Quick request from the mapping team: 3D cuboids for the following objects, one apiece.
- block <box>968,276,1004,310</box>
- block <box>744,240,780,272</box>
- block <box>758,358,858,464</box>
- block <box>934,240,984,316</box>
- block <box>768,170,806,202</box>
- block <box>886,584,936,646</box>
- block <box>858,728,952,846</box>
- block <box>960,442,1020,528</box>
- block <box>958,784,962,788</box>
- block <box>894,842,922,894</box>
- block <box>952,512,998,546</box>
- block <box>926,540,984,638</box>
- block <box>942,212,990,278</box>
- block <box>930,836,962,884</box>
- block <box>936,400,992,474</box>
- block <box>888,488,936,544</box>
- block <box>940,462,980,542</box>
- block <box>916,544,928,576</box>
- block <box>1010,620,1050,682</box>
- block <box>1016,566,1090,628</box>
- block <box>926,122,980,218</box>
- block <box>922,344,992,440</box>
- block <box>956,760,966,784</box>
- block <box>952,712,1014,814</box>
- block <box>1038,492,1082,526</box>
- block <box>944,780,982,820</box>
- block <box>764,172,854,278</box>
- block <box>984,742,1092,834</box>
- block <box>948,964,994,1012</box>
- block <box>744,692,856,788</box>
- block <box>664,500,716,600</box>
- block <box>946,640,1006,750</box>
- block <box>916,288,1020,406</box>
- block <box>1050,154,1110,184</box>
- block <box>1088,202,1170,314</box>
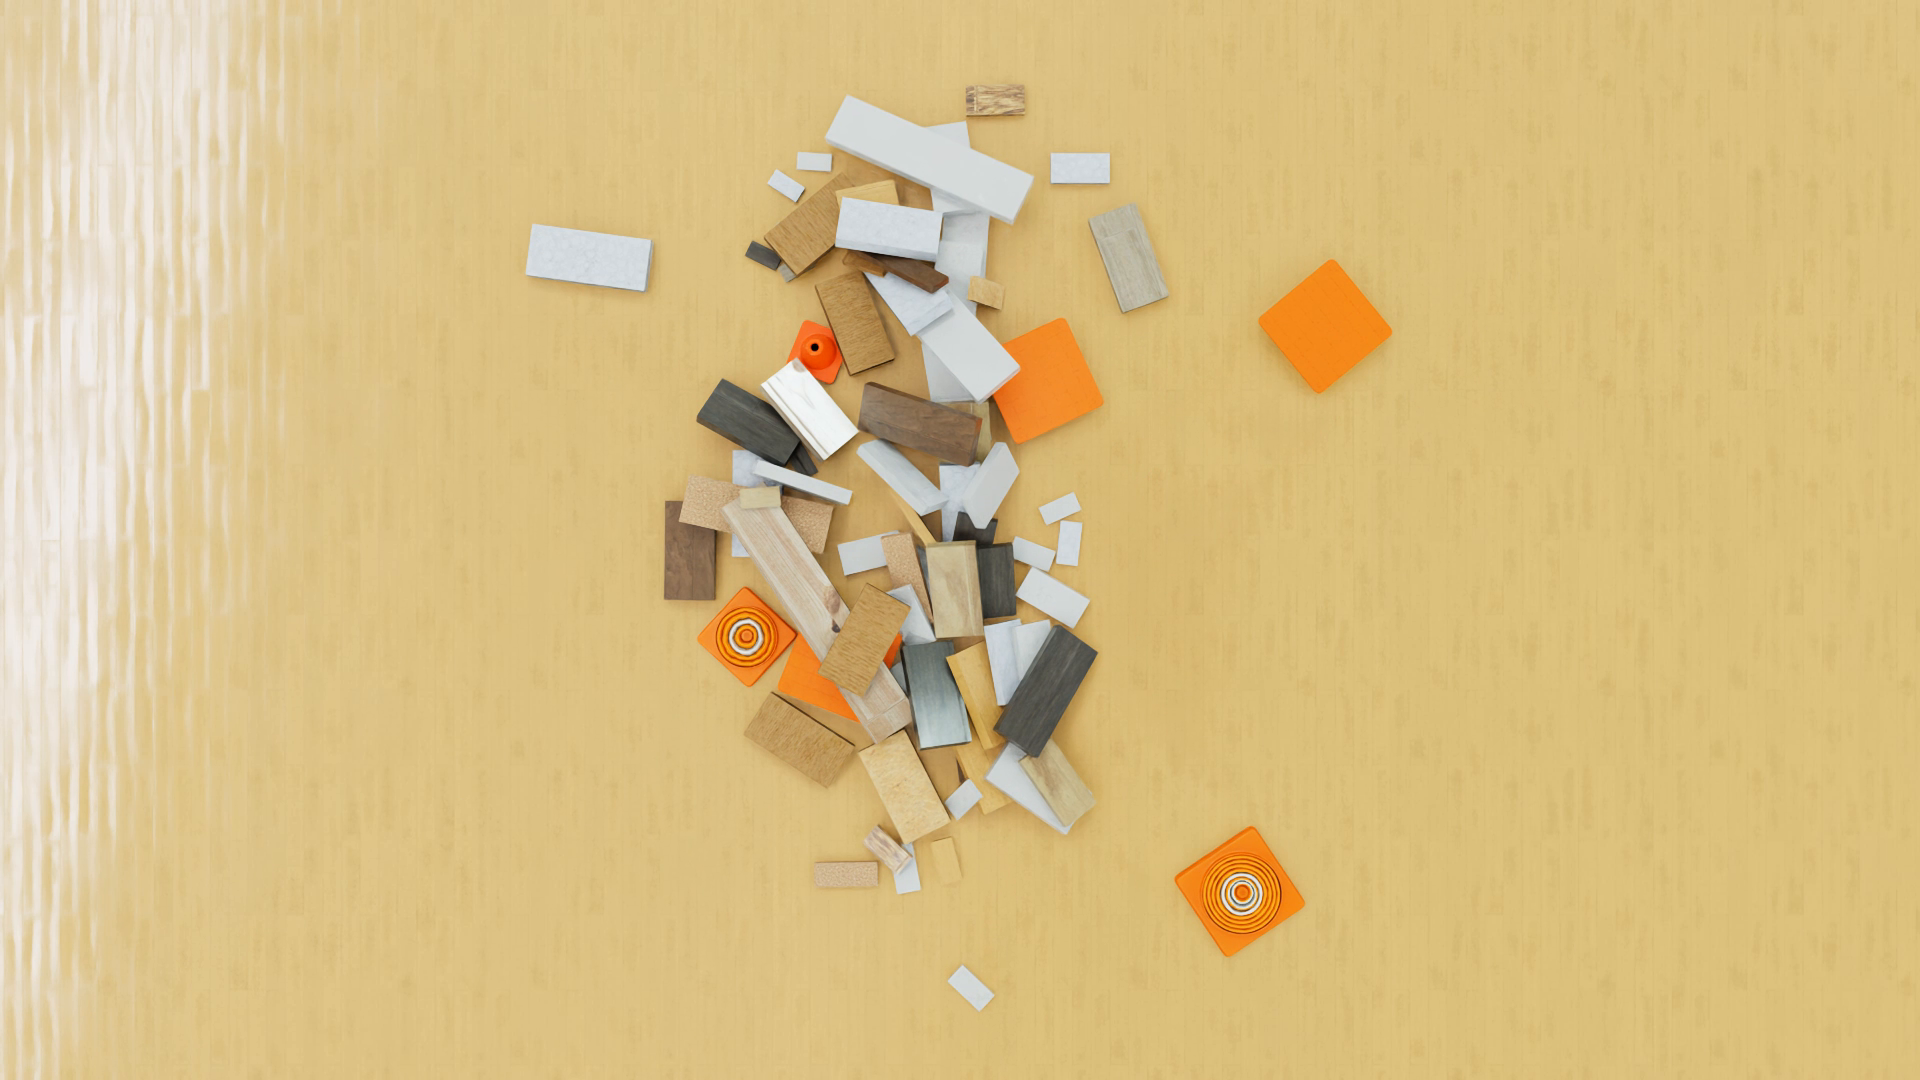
[{"bbox_3d":[0.086,-0.813,5.430,0.023,0.160,0.080,8,90,38],"label":"block"},{"bbox_3d":[-0.653,-0.947,5.492,0.113,0.016,0.057,27,90,0],"label":"block"},{"bbox_3d":[-0.499,-0.428,5.436,0.159,0.045,0.319,-42,95,-23],"label":"block"},{"bbox_3d":[-0.015,-0.825,5.435,0.151,0.043,0.302,7,92,0],"label":"block"},{"bbox_3d":[-0.578,-1.179,5.492,0.113,0.016,0.057,33,90,0],"label":"block"},{"bbox_3d":[-0.166,0.254,5.433,0.104,0.029,0.208,-20,110,18],"label":"block"},{"bbox_3d":[-0.183,0.817,5.476,0.171,0.049,0.343,-27,90,0],"label":"block"},{"bbox_3d":[0.100,-0.179,5.377,0.038,0.133,0.266,5,49,36],"label":"block"},{"bbox_3d":[0.023,0.824,5.493,0.051,0.015,0.103,24,90,0],"label":"block"},{"bbox_3d":[-0.183,1.091,5.489,0.080,0.023,0.159,-11,90,0],"label":"block"},{"bbox_3d":[0.033,0.047,5.440,0.133,0.038,0.266,12,109,0],"label":"block"},{"bbox_3d":[-0.014,0.162,5.392,0.160,0.045,0.320,-3,112,7],"label":"block"},{"bbox_3d":[0.014,-0.969,5.479,0.151,0.043,0.302,4,90,0],"label":"block"},{"bbox_3d":[-0.045,1.067,5.490,0.073,0.021,0.147,-14,90,0],"label":"block"},{"bbox_3d":[0.015,-0.281,5.428,0.176,0.050,0.352,-4,106,0],"label":"block"},{"bbox_3d":[-0.150,-0.071,5.438,0.035,0.124,0.247,-34,90,1],"label":"block"},{"bbox_3d":[0.005,-0.124,5.425,0.133,0.038,0.265,-3,109,0],"label":"block"},{"bbox_3d":[-0.099,0.080,5.454,0.144,0.020,0.072,27,113,20],"label":"block"},{"bbox_3d":[0.253,0.405,5.452,0.132,0.037,0.264,-10,90,-28],"label":"block"},{"bbox_3d":[0.308,0.190,5.474,0.222,0.031,0.111,30,101,0],"label":"block"},{"bbox_3d":[-0.031,-1.224,5.452,0.151,0.043,0.302,-9,80,0],"label":"block"},{"bbox_3d":[-0.011,-0.488,5.422,0.176,0.050,0.352,-9,106,2],"label":"block"},{"bbox_3d":[0.017,0.754,5.480,0.051,0.015,0.103,-6,79,-7],"label":"block"},{"bbox_3d":[0.082,0.723,5.454,0.163,0.046,0.327,-23,90,-17],"label":"block"},{"bbox_3d":[0.333,-0.104,5.491,0.128,0.018,0.064,-24,90,0],"label":"block"},{"bbox_3d":[0.011,0.856,5.437,0.073,0.021,0.147,52,131,14],"label":"block"},{"bbox_3d":[-0.464,-1.043,5.457,0.339,0.048,0.170,-41,90,-6],"label":"block"},{"bbox_3d":[0.257,0.810,5.438,0.327,0.046,0.163,36,75,-7],"label":"block"},{"bbox_3d":[0.037,1.490,5.490,0.147,0.021,0.073,43,90,0],"label":"block"},{"bbox_3d":[-0.533,0.664,5.476,0.333,0.047,0.167,33,90,0],"label":"block"},{"bbox_3d":[-0.895,0.035,5.477,0.164,0.047,0.329,1,90,0],"label":"block"},{"bbox_3d":[0.088,0.506,5.429,0.163,0.046,0.327,-23,90,-41],"label":"block"},{"bbox_3d":[0.013,-0.623,5.316,0.176,0.050,0.352,-40,79,-5],"label":"block"},{"bbox_3d":[0.399,-1.235,5.486,0.195,0.028,0.098,0,90,0],"label":"block"},{"bbox_3d":[0.559,-0.935,5.477,0.165,0.047,0.330,-20,90,0],"label":"block"}]
